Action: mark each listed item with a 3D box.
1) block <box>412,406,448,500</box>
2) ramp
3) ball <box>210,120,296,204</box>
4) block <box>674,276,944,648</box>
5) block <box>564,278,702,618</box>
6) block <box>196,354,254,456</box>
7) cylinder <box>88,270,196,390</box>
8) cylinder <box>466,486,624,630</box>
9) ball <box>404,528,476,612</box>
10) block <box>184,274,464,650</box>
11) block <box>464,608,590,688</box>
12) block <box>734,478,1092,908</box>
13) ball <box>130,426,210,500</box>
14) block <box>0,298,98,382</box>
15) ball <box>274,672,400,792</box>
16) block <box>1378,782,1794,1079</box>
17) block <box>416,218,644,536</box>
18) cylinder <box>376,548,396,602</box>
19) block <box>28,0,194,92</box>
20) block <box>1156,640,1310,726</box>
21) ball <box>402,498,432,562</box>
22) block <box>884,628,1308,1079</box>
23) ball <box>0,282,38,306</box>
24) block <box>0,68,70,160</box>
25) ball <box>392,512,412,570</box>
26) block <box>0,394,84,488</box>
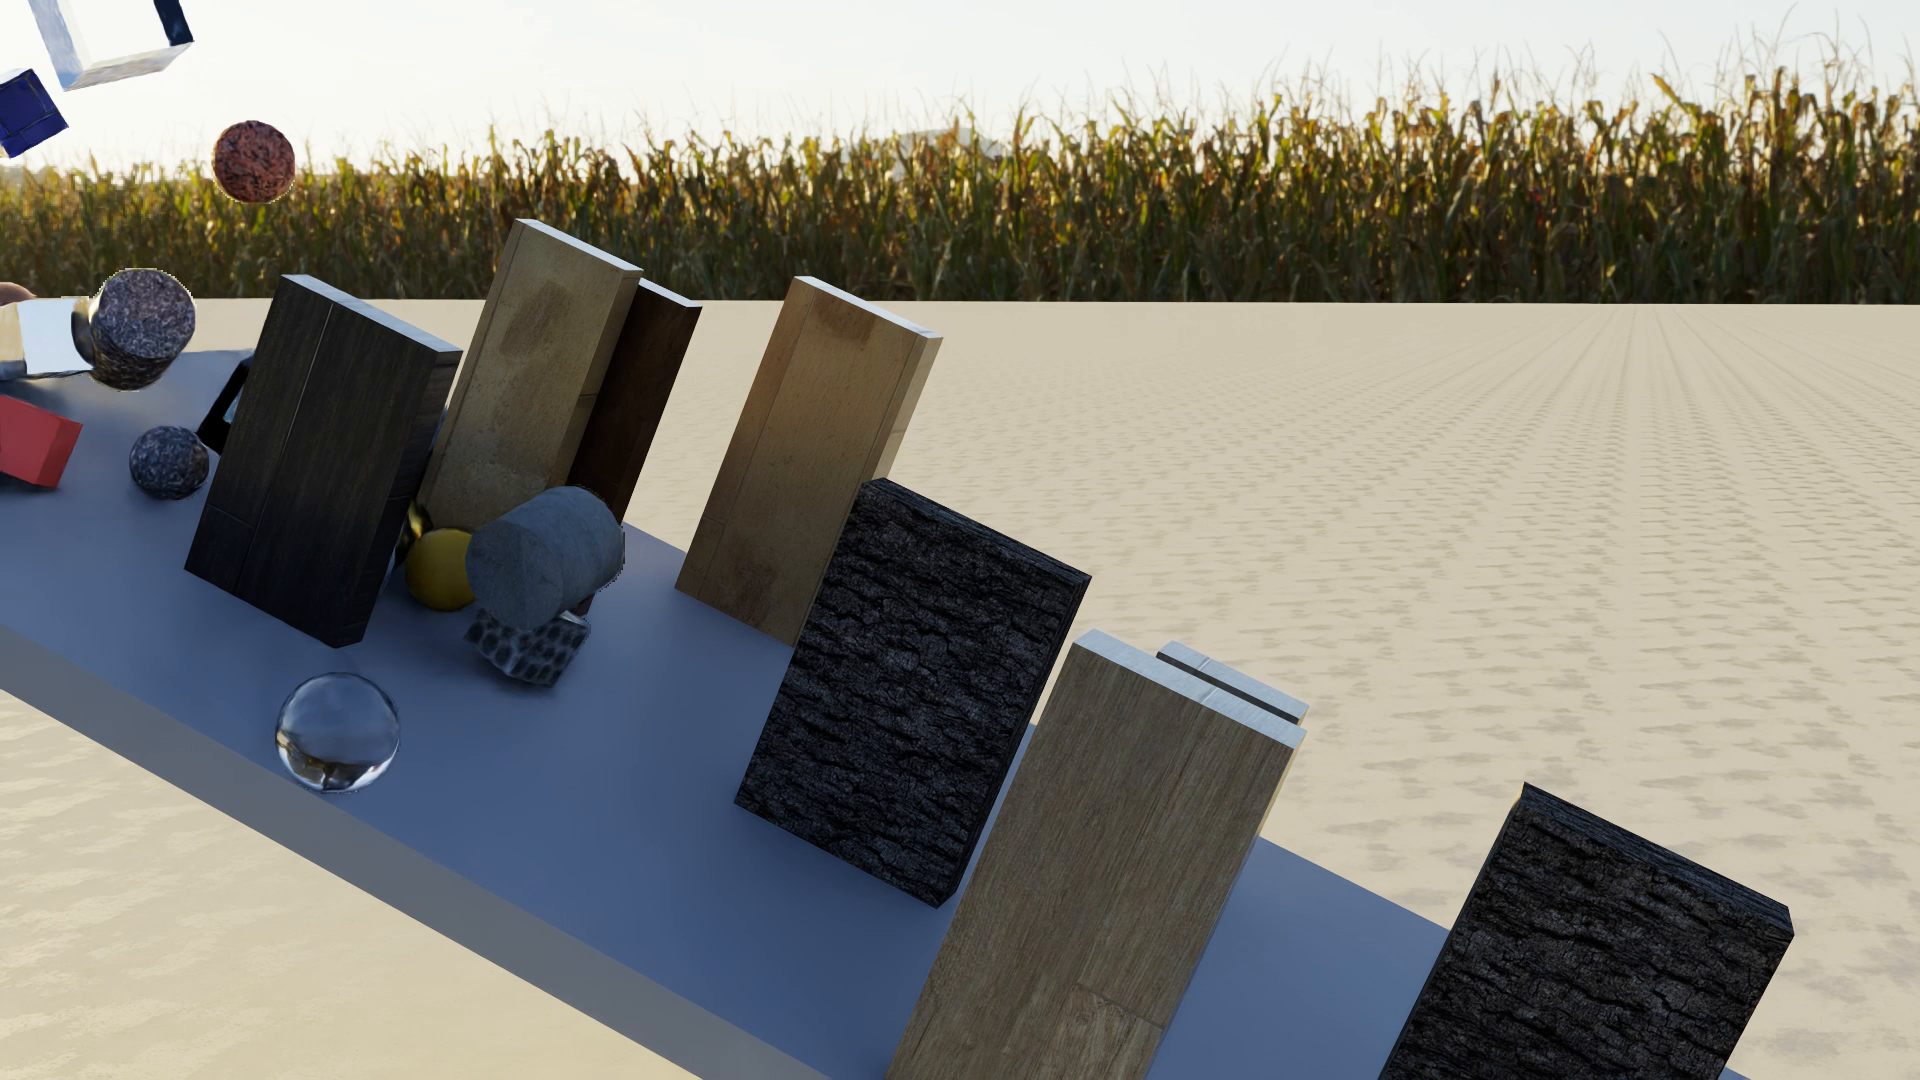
[{"bbox_3d":[-1.164,-0.170,4.568,0.202,0.202,0.202,24,25,7],"label":"block"},{"bbox_3d":[-0.293,0.513,4.187,4.000,0.100,2.000,26,13,13],"label":"ramp"},{"bbox_3d":[-1.359,-0.727,4.231,0.157,0.157,0.157,0,7,0],"label":"ball"},{"bbox_3d":[-0.342,-0.170,4.923,0.337,0.762,0.112,26,13,13],"label":"block"},{"bbox_3d":[-0.793,-0.217,4.510,0.301,0.696,0.081,26,13,13],"label":"block"},{"bbox_3d":[-1.386,-0.254,4.477,0.197,0.197,0.197,37,22,-5],"label":"block"},{"bbox_3d":[-1.725,-0.438,4.598,0.195,0.195,0.195,-5,-13,-37],"label":"cylinder"},{"bbox_3d":[-0.748,0.030,3.968,0.203,0.203,0.203,3,21,24],"label":"cylinder"},{"bbox_3d":[-0.993,0.057,4.261,0.164,0.164,0.164,0,7,0],"label":"ball"},{"bbox_3d":[-1.134,-0.140,3.905,0.334,0.572,0.085,26,13,13],"label":"block"},{"bbox_3d":[-0.805,0.173,4.091,0.135,0.135,0.135,34,3,29],"label":"block"},{"bbox_3d":[-0.088,0.267,3.879,0.416,0.633,0.115,26,13,13],"label":"block"},{"bbox_3d":[-1.524,-0.149,4.241,0.146,0.146,0.146,0,7,0],"label":"ball"},{"bbox_3d":[-1.885,-0.410,4.511,0.146,0.146,0.146,-6,4,42],"label":"block"},{"bbox_3d":[-0.947,0.293,3.347,0.183,0.183,0.183,0,7,0],"label":"ball"},{"bbox_3d":[0.884,0.778,3.292,0.415,0.704,0.148,26,13,13],"label":"block"},{"bbox_3d":[-0.888,-0.254,4.422,0.257,0.731,0.085,26,13,13],"label":"block"},{"bbox_3d":[-1.150,0.047,4.079,0.146,0.146,0.146,23,9,4],"label":"cylinder"},{"bbox_3d":[-1.583,-0.974,4.091,0.195,0.195,0.195,-24,8,-37],"label":"block"},{"bbox_3d":[0.472,0.469,4.467,0.309,0.425,0.141,26,13,13],"label":"block"},{"bbox_3d":[-1.123,-0.022,4.399,0.134,0.134,0.134,0,7,0],"label":"ball"},{"bbox_3d":[0.181,0.526,3.088,0.329,0.723,0.123,26,13,13],"label":"block"},{"bbox_3d":[-2.017,-0.460,4.635,0.169,0.169,0.169,0,7,0],"label":"ball"},{"bbox_3d":[-1.838,-0.829,4.268,0.128,0.128,0.128,-39,31,-25],"label":"block"},{"bbox_3d":[-1.148,-0.013,4.235,0.182,0.182,0.182,0,7,0],"label":"ball"},{"bbox_3d":[-1.712,-0.182,4.030,0.128,0.128,0.128,22,-3,-4],"label":"block"}]
